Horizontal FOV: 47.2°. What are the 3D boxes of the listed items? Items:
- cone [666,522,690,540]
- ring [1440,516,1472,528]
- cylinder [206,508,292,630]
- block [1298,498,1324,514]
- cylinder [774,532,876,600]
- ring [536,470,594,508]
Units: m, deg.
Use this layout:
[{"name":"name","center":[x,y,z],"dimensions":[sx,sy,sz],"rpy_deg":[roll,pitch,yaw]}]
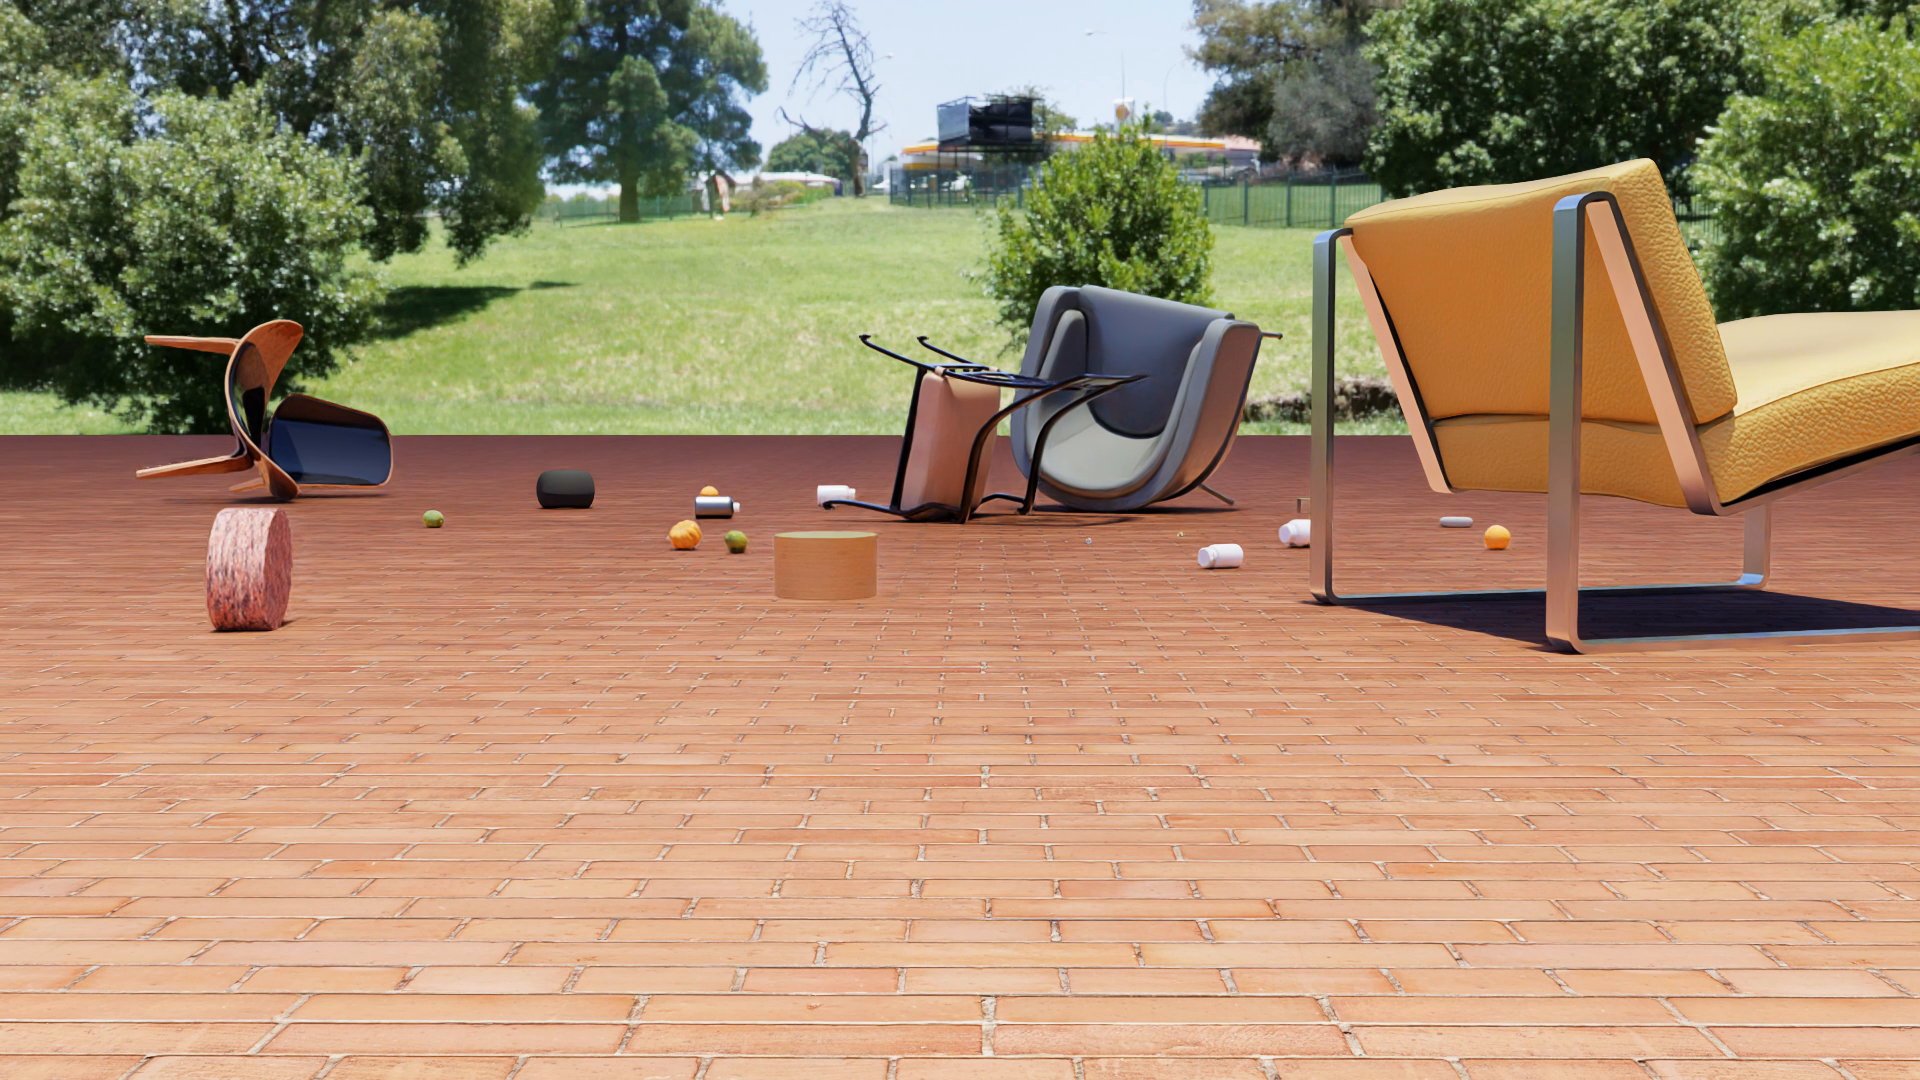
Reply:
[{"name":"cone","center":[-0.854,-0.014,6.569],"dimensions":[0.085,0.054,0.053],"rpy_deg":[-20,3,40]},{"name":"ring","center":[1.613,-0.058,7.150],"dimensions":[0.107,0.034,0.057],"rpy_deg":[1,2,4]},{"name":"cylinder","center":[-1.333,0.054,4.130],"dimensions":[0.105,0.235,0.184],"rpy_deg":[0,-25,-2]},{"name":"block","center":[1.268,-0.124,7.962],"dimensions":[0.084,0.053,0.059],"rpy_deg":[0,4,-5]},{"name":"cylinder","center":[-0.292,0.054,4.785],"dimensions":[0.221,0.133,0.230],"rpy_deg":[1,4,17]},{"name":"ring","center":[-1.487,-0.189,8.292],"dimensions":[0.204,0.138,0.225],"rpy_deg":[-5,-5,43]}]
